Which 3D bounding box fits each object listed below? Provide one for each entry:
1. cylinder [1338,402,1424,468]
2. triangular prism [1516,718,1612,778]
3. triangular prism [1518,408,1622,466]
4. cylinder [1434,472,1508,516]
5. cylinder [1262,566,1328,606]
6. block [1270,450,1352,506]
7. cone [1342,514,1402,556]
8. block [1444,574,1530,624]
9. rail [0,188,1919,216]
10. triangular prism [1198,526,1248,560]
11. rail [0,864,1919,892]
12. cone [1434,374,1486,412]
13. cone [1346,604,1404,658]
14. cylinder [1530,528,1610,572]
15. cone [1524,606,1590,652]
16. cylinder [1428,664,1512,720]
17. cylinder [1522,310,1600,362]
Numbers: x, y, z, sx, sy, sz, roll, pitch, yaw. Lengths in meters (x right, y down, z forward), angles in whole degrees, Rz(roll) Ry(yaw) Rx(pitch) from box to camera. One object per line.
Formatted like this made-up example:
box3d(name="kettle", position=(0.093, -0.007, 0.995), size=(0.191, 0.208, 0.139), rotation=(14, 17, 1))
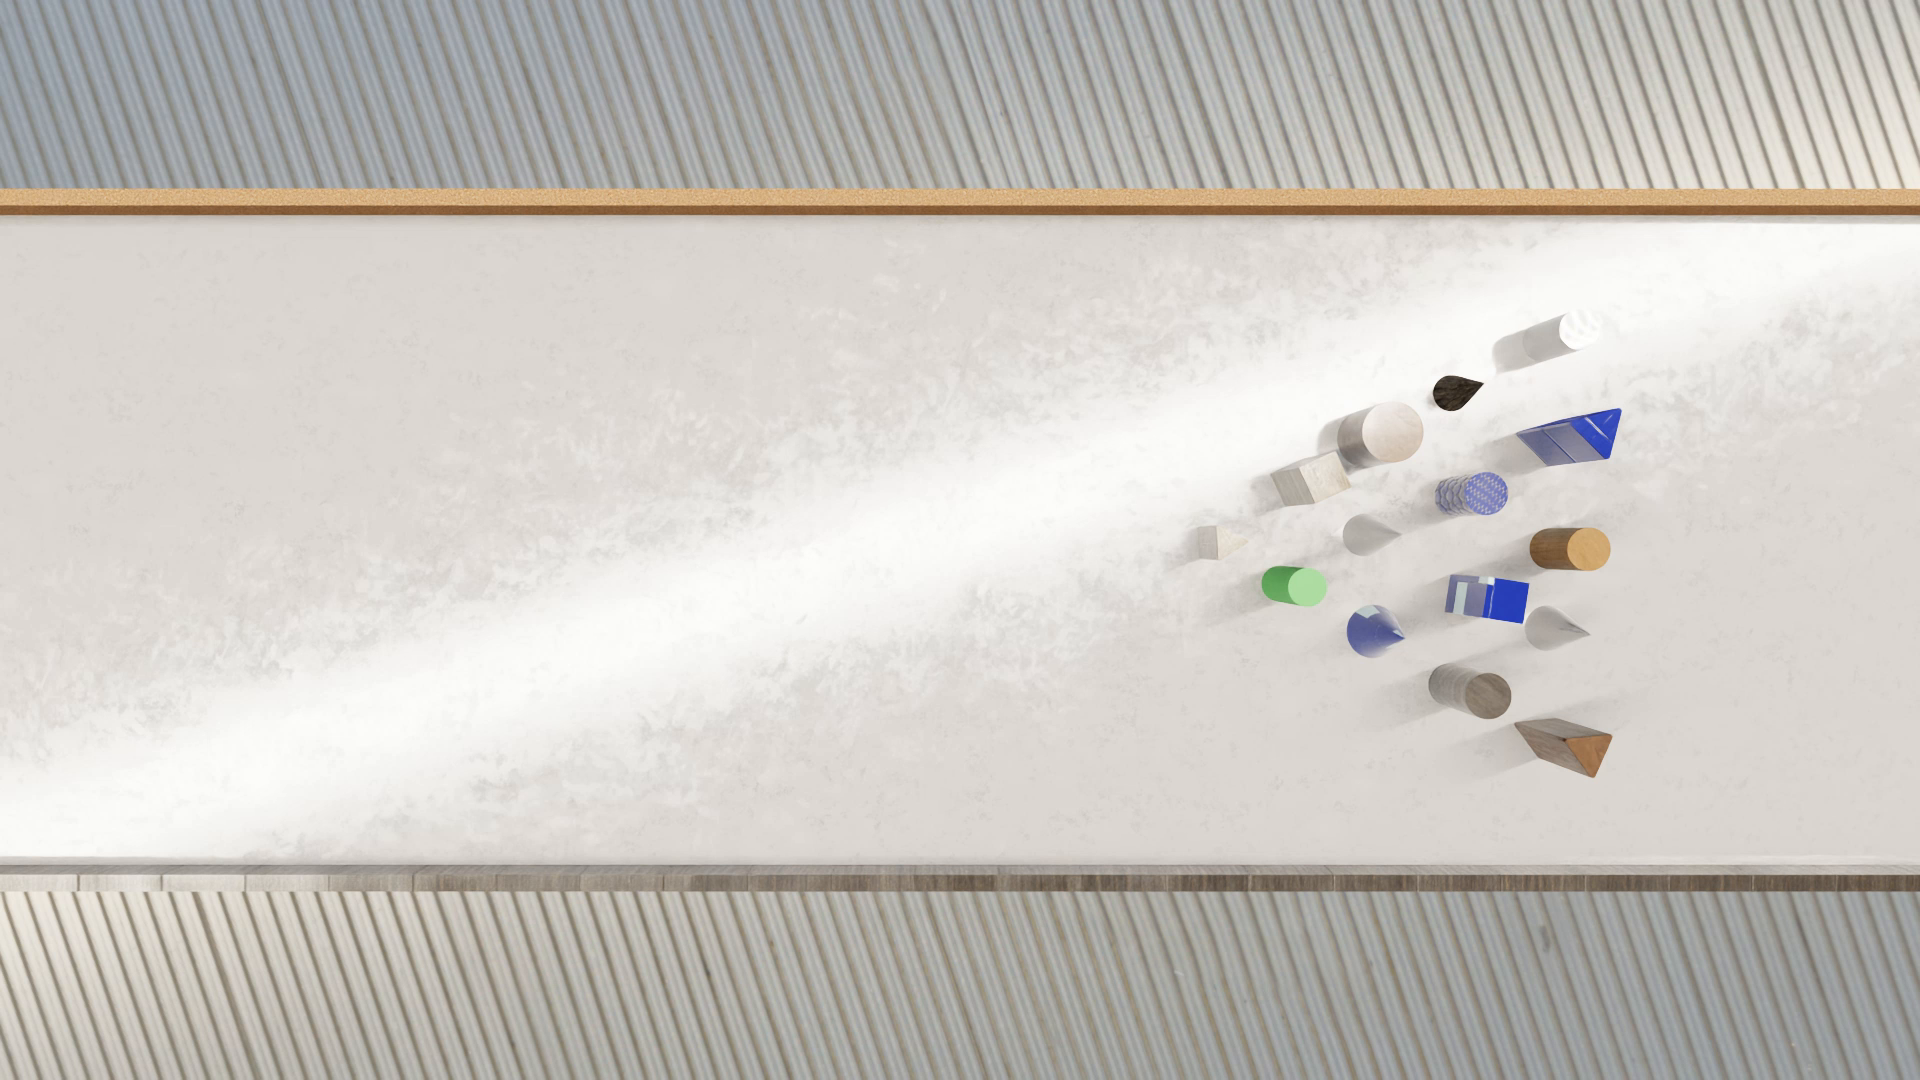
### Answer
box3d(name="cylinder", position=(1.249, -0.312, 4.917), size=(0.177, 0.319, 0.177), rotation=(0, 90, 0))
box3d(name="triangular prism", position=(1.791, 0.584, 4.861), size=(0.115, 0.432, 0.132), rotation=(-36, 90, 0))
box3d(name="triangular prism", position=(1.808, -0.323, 4.847), size=(0.146, 0.458, 0.126), rotation=(44, 90, 0))
box3d(name="cylinder", position=(1.523, -0.134, 4.924), size=(0.126, 0.305, 0.126), rotation=(0, 90, 0))
box3d(name="cylinder", position=(0.983, 0.134, 4.869), size=(0.110, 0.414, 0.110), rotation=(0, 90, 0))
box3d(name="block", position=(1.028, -0.176, 4.858), size=(0.112, 0.436, 0.112), rotation=(-25, 90, 0))
box3d(name="cone", position=(1.243, -0.015, 4.856), size=(0.131, 0.441, 0.131), rotation=(0, 90, 0))
box3d(name="block", position=(1.559, 0.173, 4.892), size=(0.118, 0.368, 0.118), rotation=(9, 90, 0))
box3d(name="rail", position=(-2.247, -1.025, 5.002), size=(12.000, 0.150, 0.050), rotation=(0, 90, 0))
box3d(name="triangular prism", position=(0.756, -0.005, 4.886), size=(0.100, 0.381, 0.086), rotation=(-33, 90, 0))
box3d(name="rail", position=(-2.247, 1.025, 5.001), size=(12.000, 0.150, 0.050), rotation=(0, 90, 0))
box3d(name="cone", position=(1.512, -0.452, 4.913), size=(0.113, 0.328, 0.113), rotation=(0, 90, 0))
box3d(name="cone", position=(1.271, 0.281, 4.893), size=(0.164, 0.368, 0.164), rotation=(0, 90, 0))
box3d(name="cylinder", position=(1.816, 0.027, 4.919), size=(0.126, 0.316, 0.126), rotation=(0, 90, 0))
box3d(name="cone", position=(1.809, 0.272, 4.901), size=(0.141, 0.351, 0.141), rotation=(0, 90, 0))
box3d(name="cylinder", position=(1.508, 0.446, 4.891), size=(0.133, 0.370, 0.133), rotation=(0, 90, 0))
box3d(name="cylinder", position=(1.791, -0.608, 4.922), size=(0.117, 0.309, 0.117), rotation=(0, 90, 0))
